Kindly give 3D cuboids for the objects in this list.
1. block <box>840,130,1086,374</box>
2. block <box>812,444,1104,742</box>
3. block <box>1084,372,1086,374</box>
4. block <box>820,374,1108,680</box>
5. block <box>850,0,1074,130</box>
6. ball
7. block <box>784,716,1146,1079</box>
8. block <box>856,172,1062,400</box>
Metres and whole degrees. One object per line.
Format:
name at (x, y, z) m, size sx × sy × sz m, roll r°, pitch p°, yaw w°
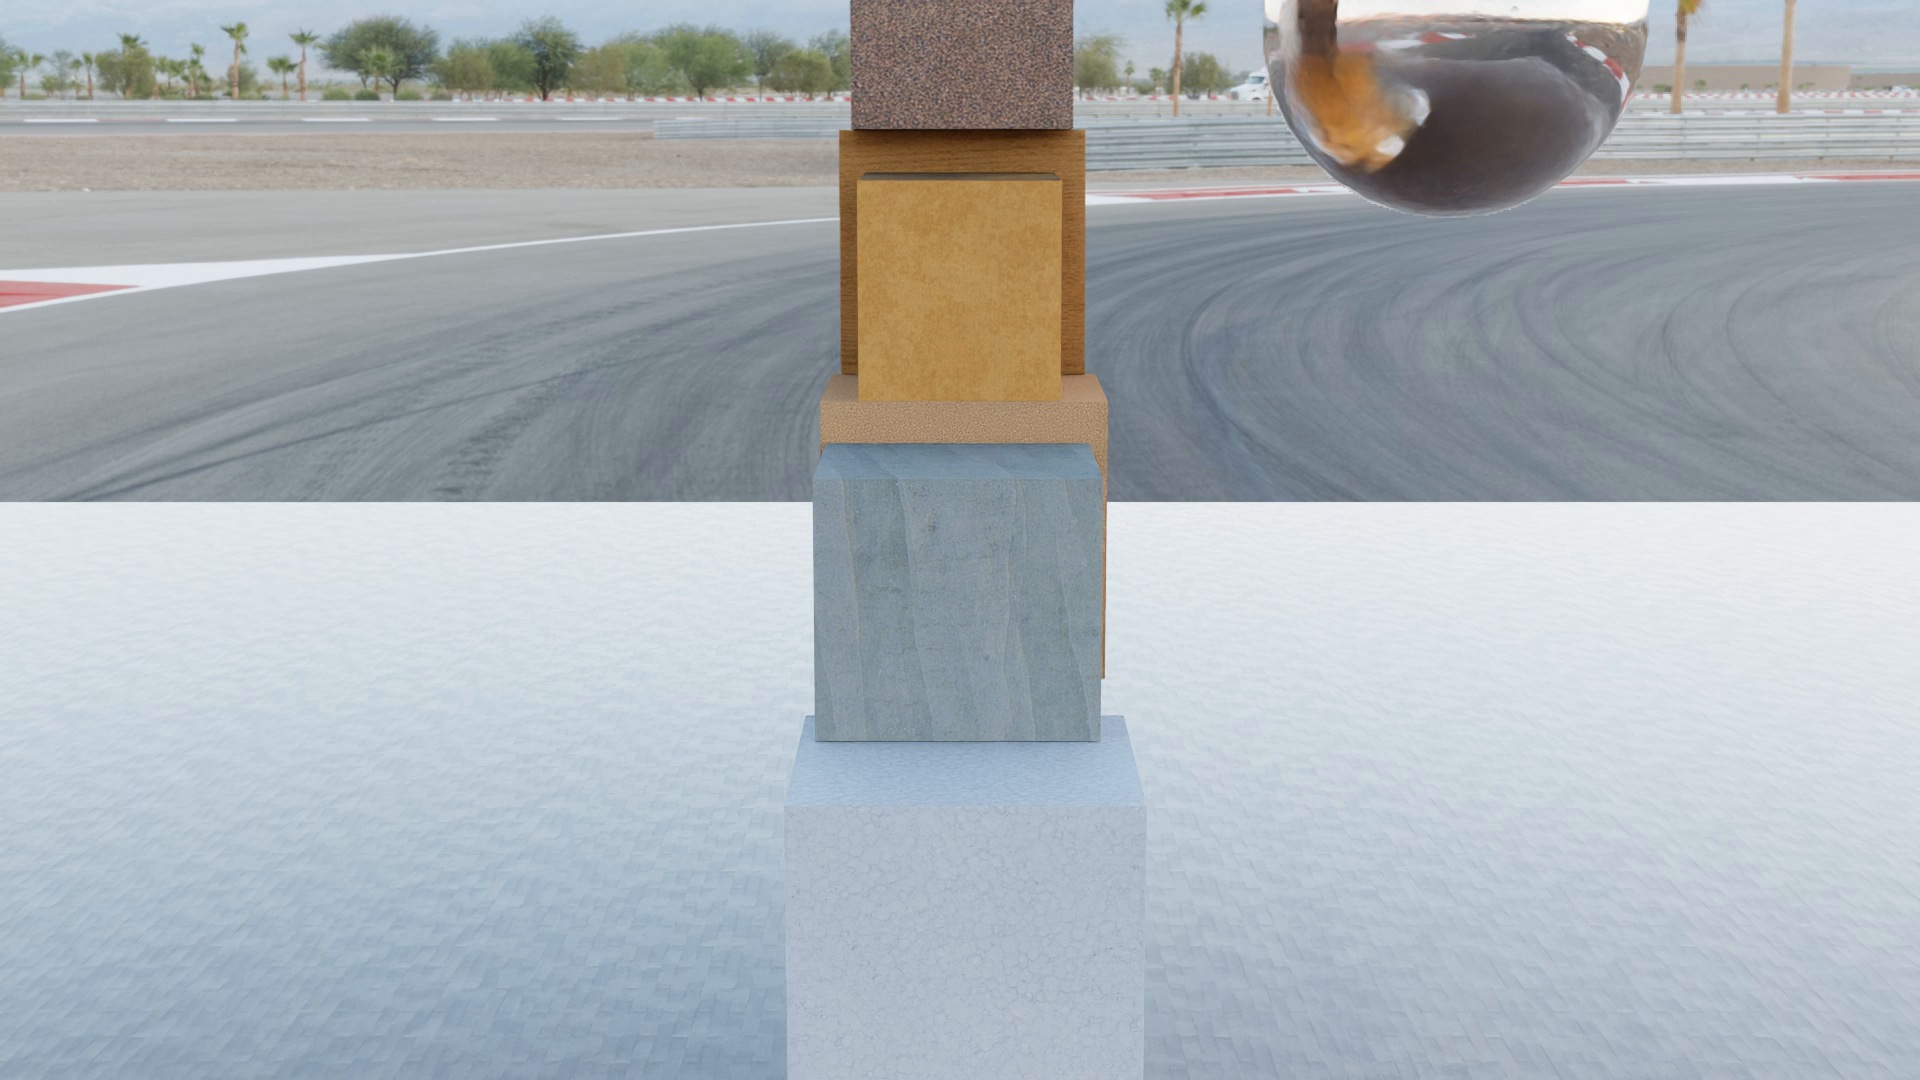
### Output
block at (0.009, -1.245, 10.970) m, size 1.002 × 0.993 × 0.969 m, roll 0°, pitch 8°, yaw 0°
block at (-0.008, 0.167, 9.330) m, size 0.995 × 0.921 × 0.951 m, roll 0°, pitch 10°, yaw 0°
block at (0.017, -0.247, 11.235) m, size 1.008 × 1.059 × 1.030 m, roll 0°, pitch 8°, yaw 0°
block at (0.015, -0.076, 10.246) m, size 1.088 × 1.075 × 0.929 m, roll 0°, pitch 10°, yaw 0°
block at (0.005, -2.067, 10.526) m, size 0.881 × 0.762 × 0.821 m, roll 0°, pitch 8°, yaw 0°
ball at (2.074, -2.164, 10.787) m, size 1.600 × 1.600 × 1.600 m, roll 0°, pitch 10°, yaw 0°
block at (0.017, 1.335, 8.847) m, size 1.154 × 1.207 × 1.174 m, roll 0°, pitch 10°, yaw 0°
block at (-0.001, -1.007, 10.051) m, size 0.766 × 0.828 × 0.820 m, roll 0°, pitch 10°, yaw 0°
